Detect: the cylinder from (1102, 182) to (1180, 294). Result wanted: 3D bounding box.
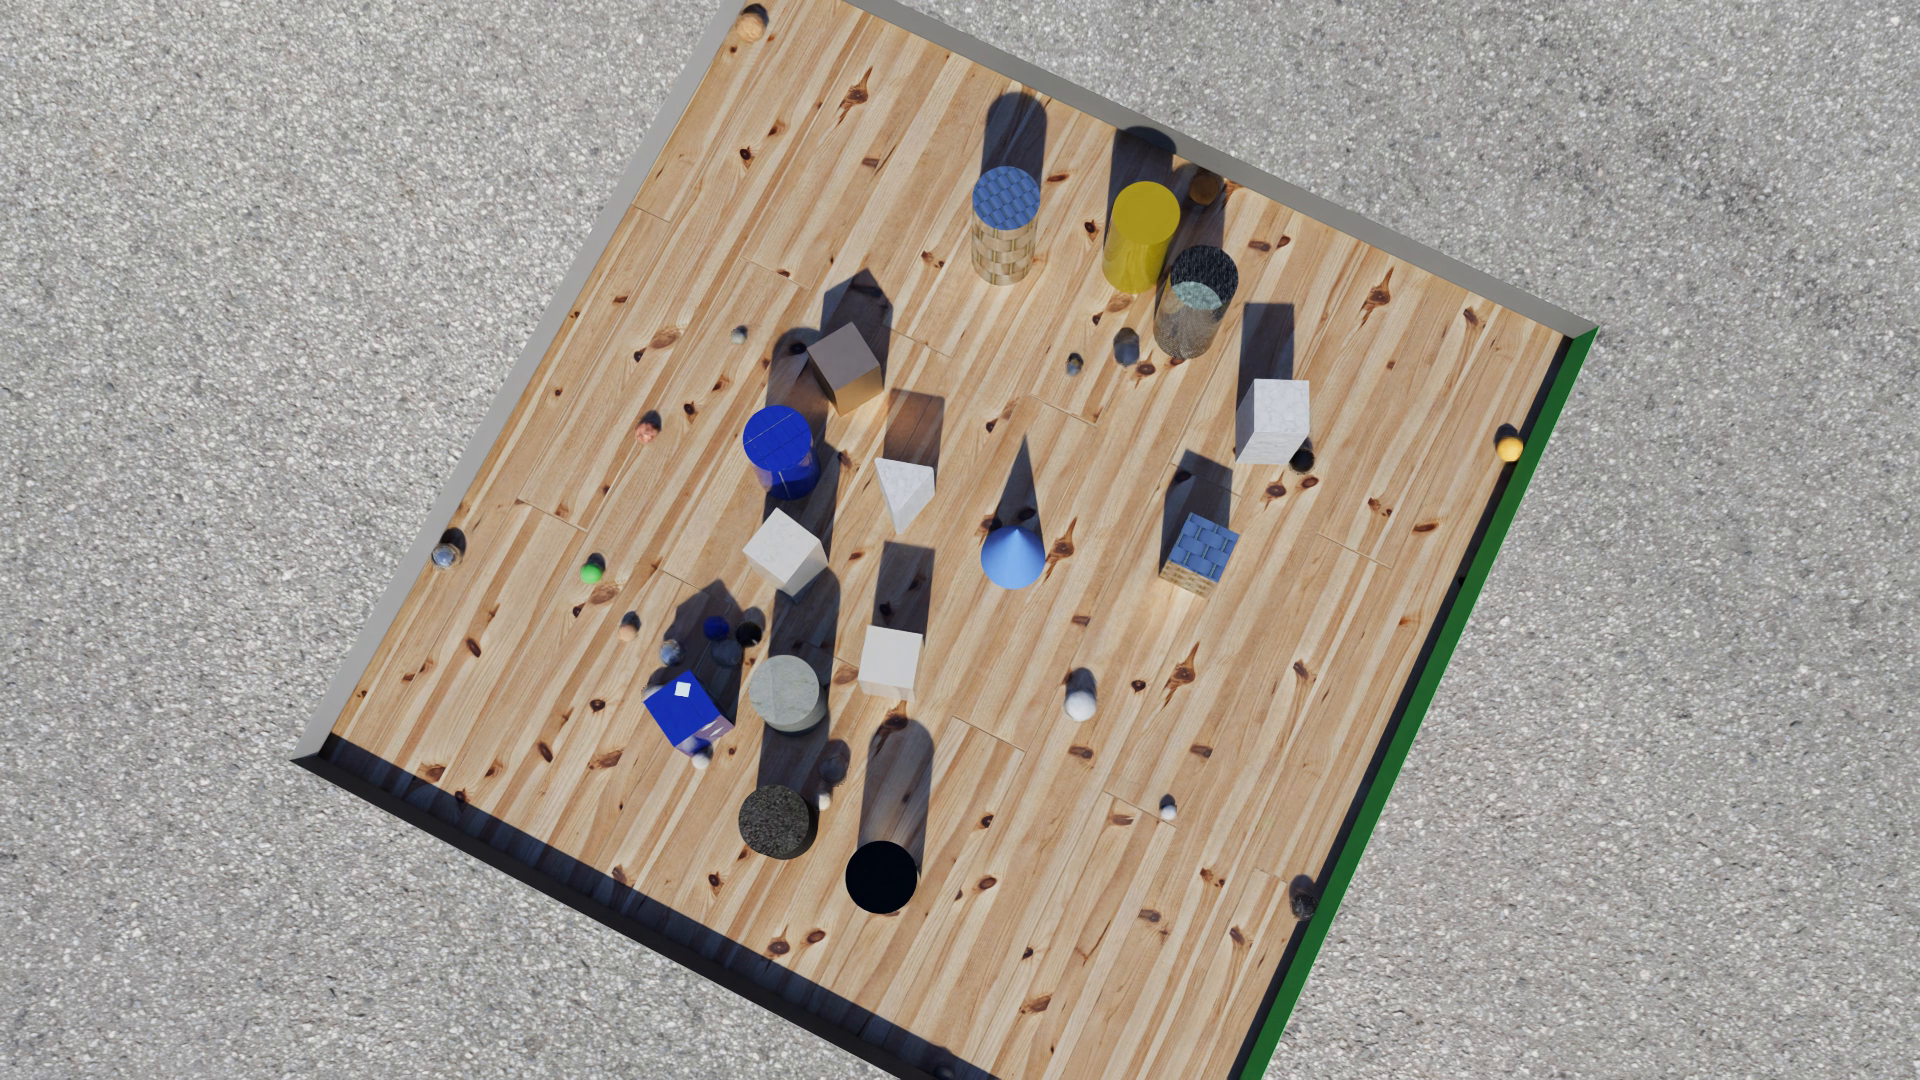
[{"bbox_3d":[0.548,-0.917,5.589,0.199,0.426,0.199,0,78,0],"label":"cylinder"}]

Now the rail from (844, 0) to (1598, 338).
[{"bbox_3d":[0.648,-1.262,5.811,2.920,0.129,0.045,26,80,5],"label":"rail"}]

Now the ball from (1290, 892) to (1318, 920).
[{"bbox_3d":[1.005,1.069,5.355,0.078,0.078,0.078,0,78,0],"label":"ball"}]

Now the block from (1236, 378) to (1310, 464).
[{"bbox_3d":[0.933,-0.351,5.498,0.159,0.375,0.159,2,78,0],"label":"block"}]

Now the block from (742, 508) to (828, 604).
[{"bbox_3d":[-0.512,0.051,5.423,0.159,0.359,0.159,37,81,7],"label":"block"}]

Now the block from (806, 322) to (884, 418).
[{"bbox_3d":[-0.347,-0.516,5.579,0.159,0.283,0.159,-32,80,-6],"label":"block"}]

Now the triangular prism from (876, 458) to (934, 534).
[{"bbox_3d":[-0.190,-0.159,5.490,0.149,0.312,0.172,40,81,8],"label":"triangular prism"}]

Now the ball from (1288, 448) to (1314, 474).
[{"bbox_3d":[1.050,-0.245,5.627,0.079,0.079,0.079,0,78,0],"label":"ball"}]

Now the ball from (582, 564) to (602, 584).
[{"bbox_3d":[-1.116,0.101,5.565,0.060,0.060,0.060,0,78,0],"label":"ball"}]

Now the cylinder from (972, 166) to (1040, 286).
[{"bbox_3d":[0.135,-0.947,5.569,0.199,0.477,0.199,0,78,0],"label":"cylinder"}]

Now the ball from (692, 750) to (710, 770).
[{"bbox_3d":[-0.769,0.655,5.453,0.055,0.055,0.055,0,78,0],"label":"ball"}]

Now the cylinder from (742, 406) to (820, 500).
[{"bbox_3d":[-0.529,-0.256,5.479,0.199,0.374,0.199,0,78,0],"label":"cylinder"}]

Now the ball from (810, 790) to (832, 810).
[{"bbox_3d":[-0.412,0.769,5.427,0.060,0.060,0.060,0,78,0],"label":"ball"}]

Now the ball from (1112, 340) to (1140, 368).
[{"bbox_3d":[0.517,-0.580,5.693,0.085,0.085,0.085,0,78,0],"label":"ball"}]

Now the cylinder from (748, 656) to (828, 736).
[{"bbox_3d":[-0.497,0.458,5.343,0.199,0.350,0.199,0,78,0],"label":"cylinder"}]

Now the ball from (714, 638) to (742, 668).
[{"bbox_3d":[-0.697,0.338,5.502,0.087,0.087,0.087,0,78,0],"label":"ball"}]

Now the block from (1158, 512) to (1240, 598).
[{"bbox_3d":[0.711,0.049,5.469,0.159,0.270,0.159,25,79,5],"label":"block"}]

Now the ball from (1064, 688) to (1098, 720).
[{"bbox_3d":[0.360,0.489,5.465,0.099,0.099,0.099,0,78,0],"label":"ball"}]

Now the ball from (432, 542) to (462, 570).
[{"bbox_3d":[-1.558,0.051,5.563,0.085,0.085,0.085,0,78,0],"label":"ball"}]

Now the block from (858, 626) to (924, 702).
[{"bbox_3d":[-0.199,0.366,5.375,0.159,0.325,0.159,10,78,2],"label":"block"}]

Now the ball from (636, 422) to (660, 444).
[{"bbox_3d":[-0.963,-0.332,5.650,0.069,0.069,0.069,0,78,0],"label":"ball"}]

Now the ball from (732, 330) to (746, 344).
[{"bbox_3d":[-0.690,-0.632,5.725,0.044,0.044,0.044,0,78,0],"label":"ball"}]

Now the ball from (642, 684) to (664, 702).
[{"bbox_3d":[-0.906,0.474,5.476,0.083,0.083,0.083,0,78,0],"label":"ball"}]

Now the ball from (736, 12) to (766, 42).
[{"bbox_3d":[-0.675,-1.654,5.911,0.094,0.094,0.094,0,78,0],"label":"ball"}]

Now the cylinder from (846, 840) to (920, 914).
[{"bbox_3d":[-0.216,0.964,5.215,0.199,0.395,0.199,0,78,0],"label":"cylinder"}]

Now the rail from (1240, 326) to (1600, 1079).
[{"bbox_3d":[1.285,0.636,5.418,0.045,0.129,2.946,26,80,5],"label":"rail"}]

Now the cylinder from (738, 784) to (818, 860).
[{"bbox_3d":[-0.520,0.816,5.280,0.199,0.329,0.199,0,78,0],"label":"cylinder"}]

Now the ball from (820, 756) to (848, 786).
[{"bbox_3d":[-0.375,0.683,5.432,0.085,0.085,0.085,0,78,0],"label":"ball"}]

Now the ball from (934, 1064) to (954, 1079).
[{"bbox_3d":[-0.047,1.535,5.267,0.061,0.061,0.061,0,78,0],"label":"ball"}]

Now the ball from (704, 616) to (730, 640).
[{"bbox_3d":[-0.732,0.266,5.523,0.076,0.076,0.076,0,78,0],"label":"ball"}]

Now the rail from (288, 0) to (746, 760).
[{"bbox_3d":[-1.285,-0.622,5.678,0.045,0.129,2.946,26,80,5],"label":"rail"}]

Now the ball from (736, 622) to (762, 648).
[{"bbox_3d":[-0.635,0.285,5.517,0.080,0.080,0.080,0,78,0],"label":"ball"}]

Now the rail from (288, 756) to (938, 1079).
[{"bbox_3d":[-0.648,1.276,5.285,2.920,0.129,0.045,26,80,5],"label":"rail"}]

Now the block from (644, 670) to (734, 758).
[{"bbox_3d":[-0.786,0.509,5.339,0.159,0.337,0.159,-35,80,-7],"label":"block"}]

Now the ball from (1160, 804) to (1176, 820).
[{"bbox_3d":[0.616,0.806,5.426,0.047,0.047,0.047,0,78,0],"label":"ball"}]

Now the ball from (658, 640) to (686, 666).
[{"bbox_3d":[-0.866,0.338,5.506,0.080,0.080,0.080,0,78,0],"label":"ball"}]

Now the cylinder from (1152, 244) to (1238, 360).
[{"bbox_3d":[0.705,-0.709,5.520,0.199,0.478,0.199,0,78,0],"label":"cylinder"}]

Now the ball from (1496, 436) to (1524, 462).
[{"bbox_3d":[1.692,-0.279,5.634,0.080,0.080,0.080,0,78,0],"label":"ball"}]

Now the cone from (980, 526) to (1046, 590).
[{"bbox_3d":[0.163,0.011,5.405,0.199,0.411,0.199,0,78,0],"label":"cone"}]

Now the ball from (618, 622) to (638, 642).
[{"bbox_3d":[-1.002,0.278,5.529,0.060,0.060,0.060,0,78,0],"label":"ball"}]

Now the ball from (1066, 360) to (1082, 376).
[{"bbox_3d":[0.356,-0.535,5.702,0.051,0.051,0.051,0,78,0],"label":"ball"}]

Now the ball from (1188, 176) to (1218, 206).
[{"bbox_3d":[0.771,-1.106,5.798,0.093,0.093,0.093,0,78,0],"label":"ball"}]
